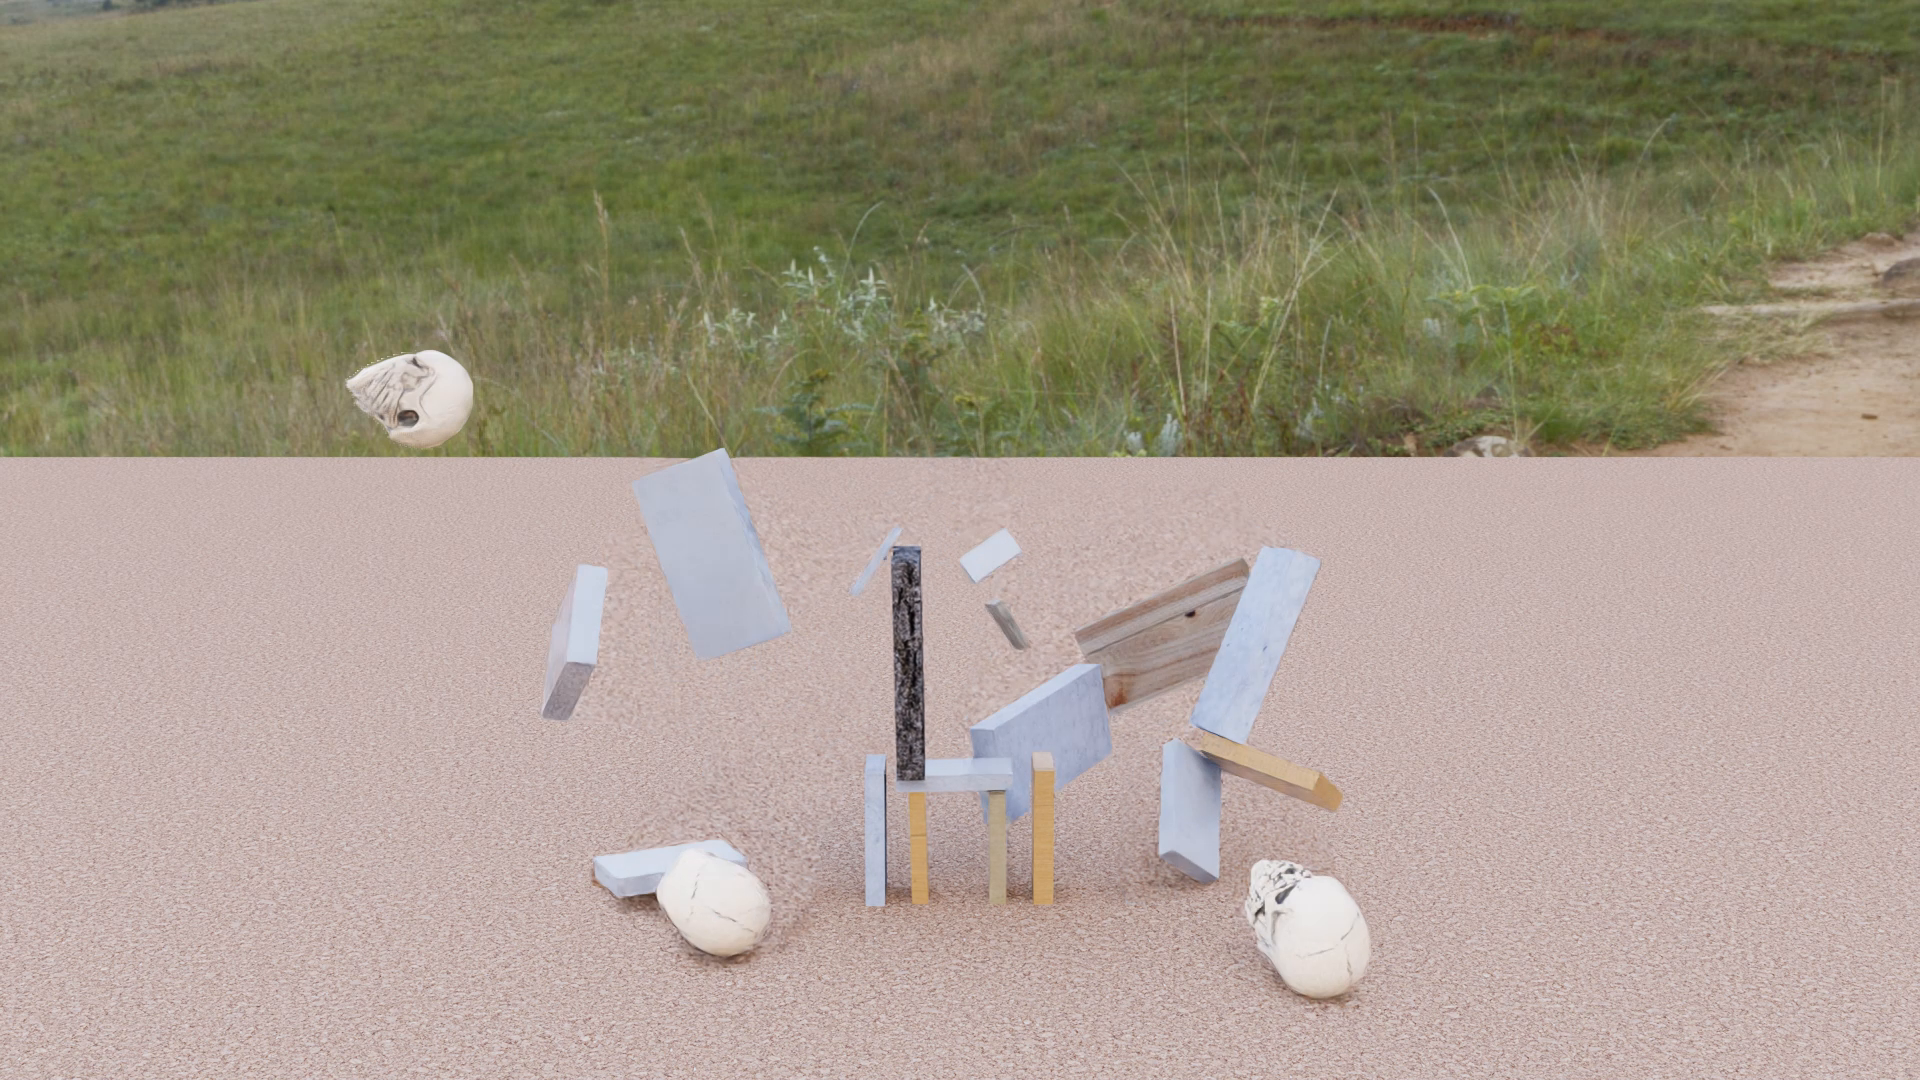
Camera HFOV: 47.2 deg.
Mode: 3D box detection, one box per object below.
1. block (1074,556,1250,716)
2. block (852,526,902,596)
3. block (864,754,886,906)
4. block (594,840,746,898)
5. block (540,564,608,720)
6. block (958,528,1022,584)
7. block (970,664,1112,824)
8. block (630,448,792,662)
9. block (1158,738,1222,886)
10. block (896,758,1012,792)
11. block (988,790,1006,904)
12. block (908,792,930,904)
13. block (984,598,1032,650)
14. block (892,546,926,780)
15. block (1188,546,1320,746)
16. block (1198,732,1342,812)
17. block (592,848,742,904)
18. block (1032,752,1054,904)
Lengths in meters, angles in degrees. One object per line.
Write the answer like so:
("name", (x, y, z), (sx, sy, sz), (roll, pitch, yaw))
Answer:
("block", (0.398, 0.178, 4.039), (0.341, 0.171, 0.048), (-25, 1, 20))
("block", (-0.137, 0.034, 3.617), (0.014, 0.127, 0.049), (34, 8, -1))
("block", (-0.139, 0.480, 3.644), (0.032, 0.225, 0.113), (0, 11, 0))
("block", (-0.480, 0.544, 3.649), (0.225, 0.032, 0.112), (-5, 13, -28))
("block", (-0.619, 0.167, 3.518), (0.045, 0.159, 0.318), (9, -23, -15))
("block", (0.050, 0.026, 3.671), (0.097, 0.049, 0.014), (-34, -8, -13))
("block", (0.149, 0.356, 3.892), (0.048, 0.171, 0.383), (-2, 13, 33))
("block", (-0.407, 0.025, 3.600), (0.159, 0.318, 0.045), (-18, 6, 18))
("block", (0.393, 0.462, 3.746), (0.114, 0.228, 0.032), (35, -48, -28))
("block", (-0.010, 0.388, 3.630), (0.191, 0.027, 0.095), (-1, 10, 0))
("block", (0.062, 0.497, 3.648), (0.027, 0.191, 0.095), (0, 11, 0))
("block", (-0.068, 0.496, 3.648), (0.027, 0.191, 0.095), (-2, 11, 0))
("block", (0.082, 0.145, 3.792), (0.014, 0.097, 0.049), (-38, 13, -16))
("block", (-0.084, 0.199, 3.602), (0.045, 0.357, 0.159), (-1, 10, 0))
("block", (0.510, 0.180, 3.824), (0.048, 0.341, 0.171), (24, -3, -12))
("block", (0.529, 0.396, 3.756), (0.228, 0.032, 0.114), (18, -15, 36))
("block", (-0.495, 0.566, 3.711), (0.225, 0.032, 0.113), (4, 11, 23))
("block", (0.137, 0.477, 3.652), (0.032, 0.228, 0.114), (0, 11, 0))
